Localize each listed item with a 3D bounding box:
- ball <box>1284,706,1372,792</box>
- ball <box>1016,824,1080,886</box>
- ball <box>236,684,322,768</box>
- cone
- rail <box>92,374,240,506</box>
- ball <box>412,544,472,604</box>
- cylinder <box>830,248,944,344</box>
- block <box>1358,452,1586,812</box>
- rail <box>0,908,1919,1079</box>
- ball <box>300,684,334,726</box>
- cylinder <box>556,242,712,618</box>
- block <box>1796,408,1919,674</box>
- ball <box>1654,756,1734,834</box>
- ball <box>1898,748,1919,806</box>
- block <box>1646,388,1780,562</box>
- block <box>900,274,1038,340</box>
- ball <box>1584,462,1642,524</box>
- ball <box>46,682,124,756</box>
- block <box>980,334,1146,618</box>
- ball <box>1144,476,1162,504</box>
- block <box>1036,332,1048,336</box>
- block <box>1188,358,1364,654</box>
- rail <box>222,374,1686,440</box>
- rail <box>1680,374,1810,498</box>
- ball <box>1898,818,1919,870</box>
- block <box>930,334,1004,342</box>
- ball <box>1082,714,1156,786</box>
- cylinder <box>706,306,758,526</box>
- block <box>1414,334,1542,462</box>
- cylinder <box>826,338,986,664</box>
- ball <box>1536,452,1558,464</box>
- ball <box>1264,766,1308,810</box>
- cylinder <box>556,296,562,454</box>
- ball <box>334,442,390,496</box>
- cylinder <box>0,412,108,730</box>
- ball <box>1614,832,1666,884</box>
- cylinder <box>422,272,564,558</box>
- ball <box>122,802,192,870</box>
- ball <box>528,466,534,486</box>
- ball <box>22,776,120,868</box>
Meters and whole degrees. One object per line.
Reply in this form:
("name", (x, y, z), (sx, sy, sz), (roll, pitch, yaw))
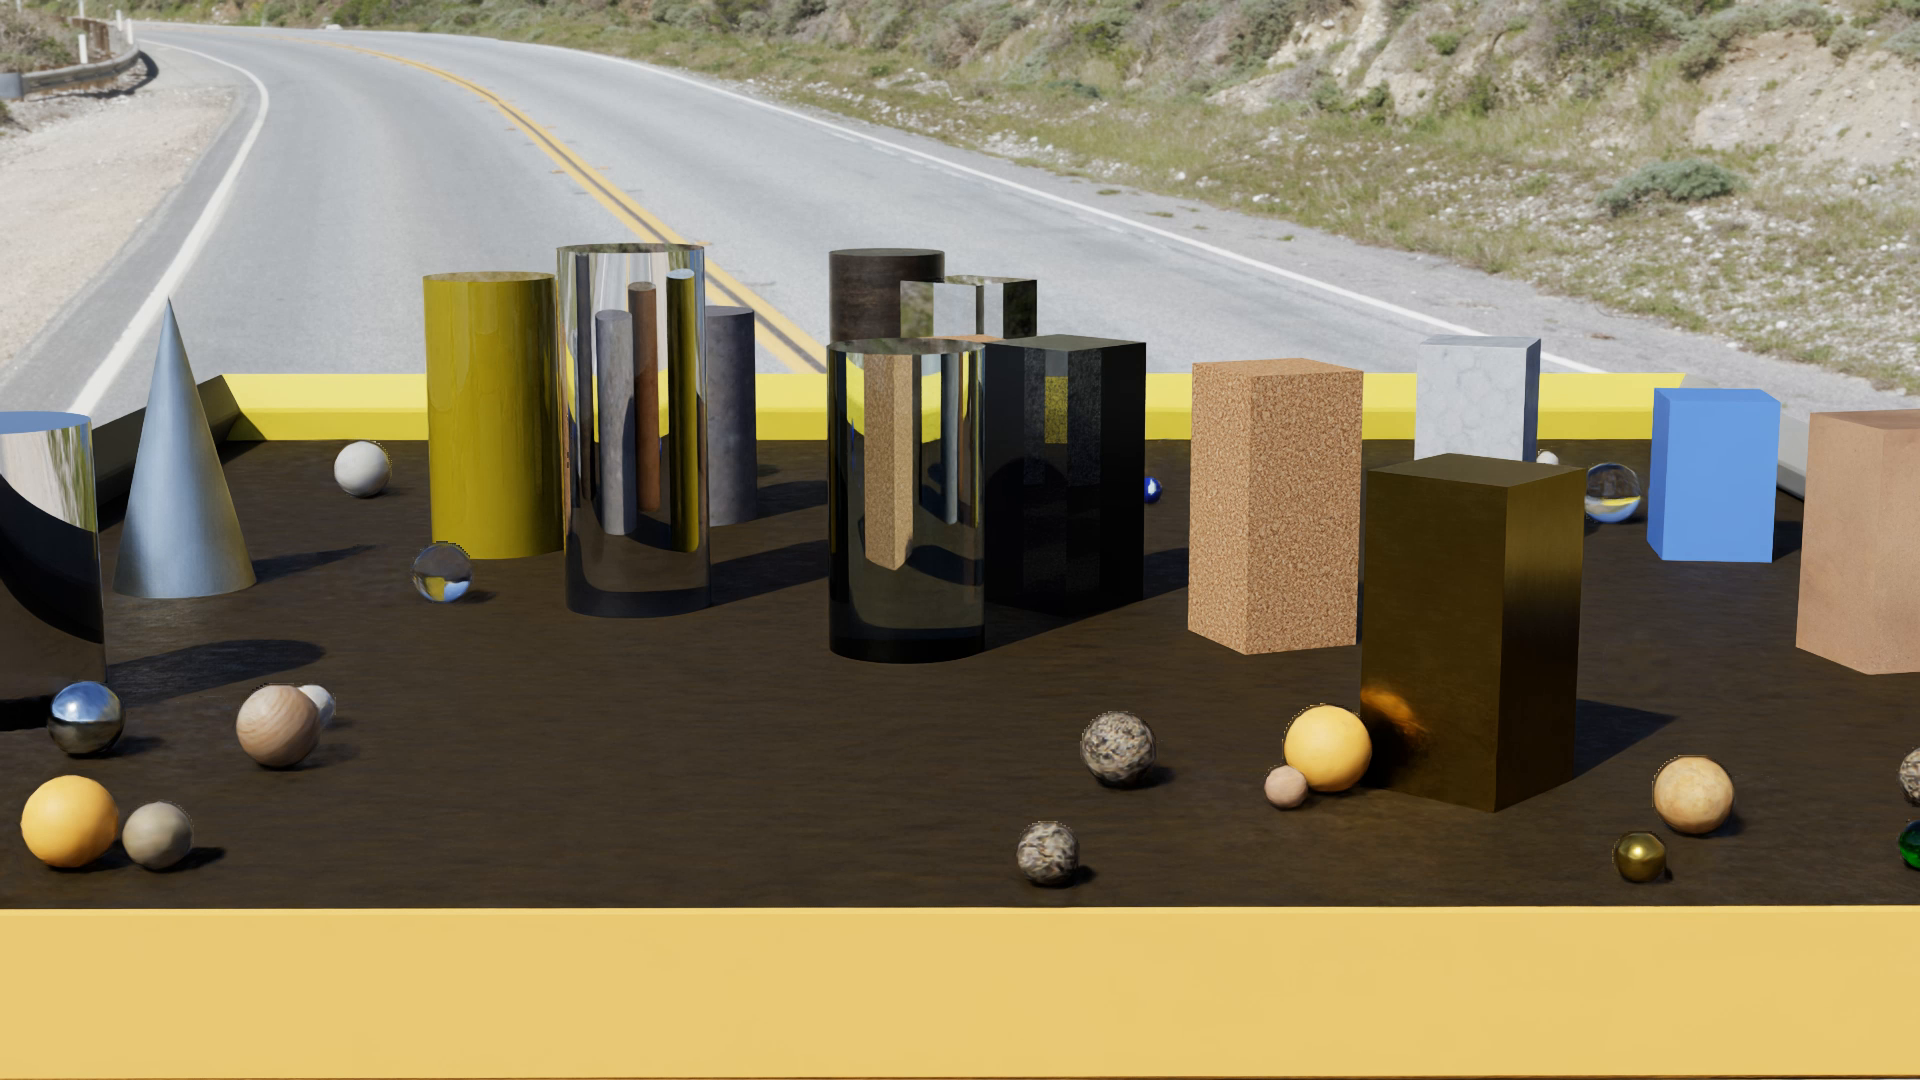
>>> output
("ball", (0.373, 0.212, 2.599), (0.088, 0.088, 0.088), (0, 10, 0))
("ball", (0.079, 0.283, 2.306), (0.056, 0.056, 0.056), (0, 10, 0))
("ball", (-0.715, 0.195, 2.694), (0.087, 0.087, 0.087), (0, 10, 0))
("cone", (-1.102, -0.140, 3.610), (0.198, 0.412, 0.198), (0, 10, 0))
("rail", (-1.415, 0.035, 3.441), (0.045, 0.129, 3.250), (0, 10, 0))
("ball", (-0.709, 0.046, 3.516), (0.081, 0.081, 0.081), (0, 10, 0))
("cylinder", (-0.125, -0.287, 4.406), (0.198, 0.413, 0.198), (0, 10, 0))
("block", (0.520, 0.089, 2.612), (0.159, 0.326, 0.159), (9, 14, 40))
("rail", (0.009, 0.324, 1.874), (2.877, 0.129, 0.045), (0, 10, 0))
("ball", (-0.720, 0.185, 2.846), (0.051, 0.051, 0.051), (0, 10, 0))
("cylinder", (-0.441, -0.152, 3.475), (0.198, 0.485, 0.198), (0, 10, 0))
("block", (1.157, -0.001, 3.172), (0.159, 0.299, 0.159), (-3, 11, -14))
("ball", (0.703, 0.245, 2.459), (0.075, 0.075, 0.075), (0, 10, 0))
("ball", (0.964, 0.235, 2.543), (0.063, 0.063, 0.063), (0, 10, 0))
("block", (1.135, -0.100, 3.871), (0.159, 0.239, 0.159), (1, 11, 7))
("block", (0.015, -0.237, 4.219), (0.159, 0.381, 0.159), (9, 14, 39))
("ball", (1.044, -0.075, 4.122), (0.099, 0.099, 0.099), (0, 10, 0))
("ball", (-0.933, 0.191, 2.737), (0.079, 0.079, 0.079), (0, 10, 0))
("block", (0.140, -0.092, 3.503), (0.159, 0.357, 0.159), (10, 15, 43))
("ball", (0.317, -0.083, 4.311), (0.046, 0.046, 0.046), (0, 10, 0))
("block", (0.093, -0.238, 4.591), (0.159, 0.249, 0.159), (-5, 12, -27))
("block", (0.401, -0.047, 3.280), (0.159, 0.350, 0.159), (-4, 11, -22))
("rail", (-0.009, -0.258, 5.023), (2.877, 0.129, 0.045), (0, 10, 0))
("rail", (1.415, 0.032, 3.457), (0.045, 0.129, 3.250), (0, 10, 0))
("ball", (0.885, 0.279, 2.350), (0.048, 0.048, 0.048), (0, 10, 0))
("block", (-0.003, -0.142, 3.883), (0.159, 0.317, 0.159), (-5, 12, -24))
("ball", (0.163, 0.215, 2.621), (0.075, 0.075, 0.075), (0, 10, 0))
("cylinder", (-0.430, -0.204, 4.166), (0.198, 0.336, 0.198), (0, 10, 0))
("block", (0.780, -0.141, 3.872), (0.159, 0.319, 0.159), (4, 11, 20))
("cylinder", (-0.067, -0.053, 3.225), (0.198, 0.382, 0.198), (0, 10, 0))
("ball", (1.057, -0.139, 4.623), (0.041, 0.041, 0.041), (0, 10, 0))
("ball", (0.324, 0.246, 2.543), (0.043, 0.043, 0.043), (0, 10, 0))
("cylinder", (-0.629, -0.253, 4.351), (0.198, 0.364, 0.198), (0, 10, 0))
("ball", (-1.021, -0.121, 4.382), (0.094, 0.094, 0.094), (0, 10, 0))
("cylinder", (-1.079, 0.031, 2.908), (0.198, 0.331, 0.198), (0, 10, 0))
("ball", (0.614, 0.287, 2.314), (0.046, 0.046, 0.046), (0, 10, 0))
("cylinder", (-0.708, -0.193, 3.893), (0.198, 0.413, 0.198), (0, 10, 0))
("ball", (-0.736, 0.271, 2.353), (0.061, 0.061, 0.061), (0, 10, 0))
("ball", (-0.725, -0.113, 4.459), (0.051, 0.051, 0.051), (0, 10, 0))
("ball", (-0.817, 0.259, 2.356), (0.085, 0.085, 0.085), (0, 10, 0))
